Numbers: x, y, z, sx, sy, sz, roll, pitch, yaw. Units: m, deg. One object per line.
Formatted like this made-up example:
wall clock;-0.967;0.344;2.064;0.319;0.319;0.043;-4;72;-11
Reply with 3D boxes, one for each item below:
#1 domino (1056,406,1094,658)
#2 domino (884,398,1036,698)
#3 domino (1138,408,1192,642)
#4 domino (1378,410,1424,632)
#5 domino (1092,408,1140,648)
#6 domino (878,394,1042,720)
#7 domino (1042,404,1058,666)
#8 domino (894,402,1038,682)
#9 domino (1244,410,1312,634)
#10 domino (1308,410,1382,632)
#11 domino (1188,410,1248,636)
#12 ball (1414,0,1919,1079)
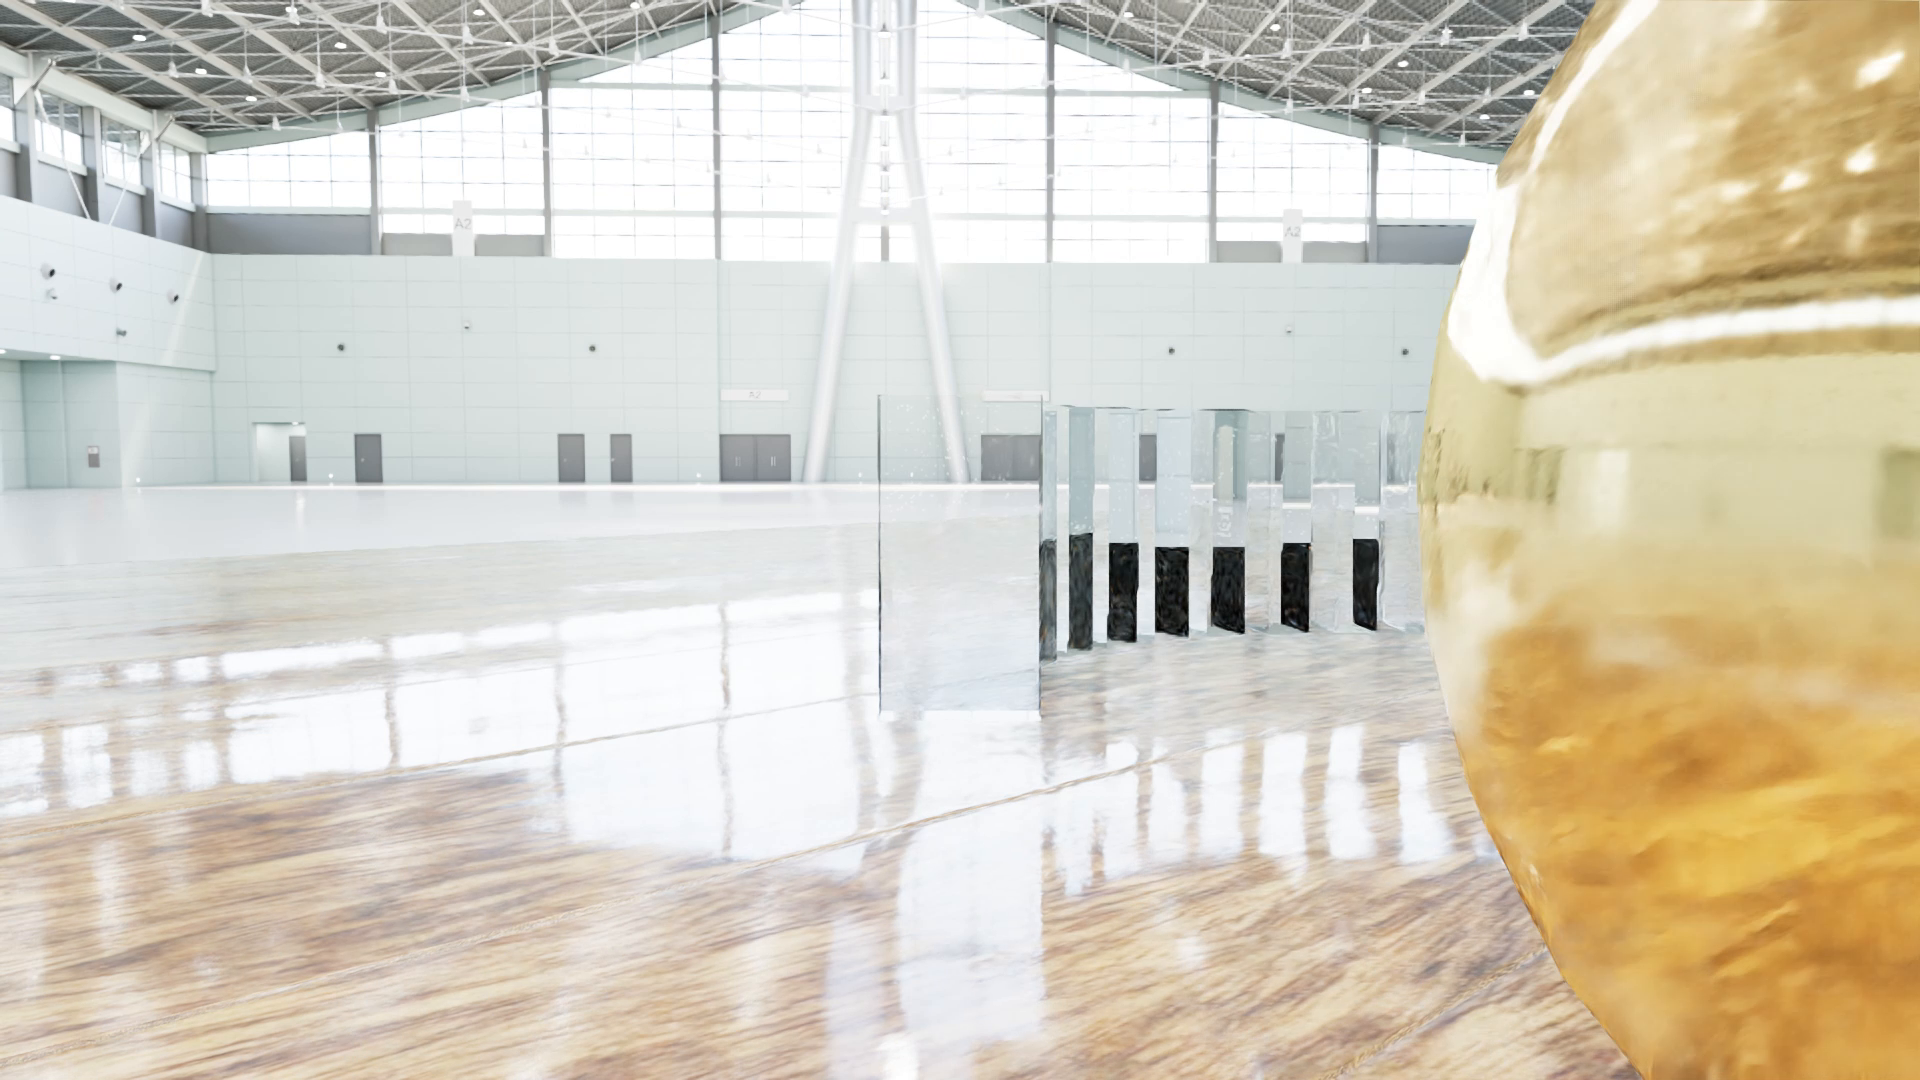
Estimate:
domino;0.014;-0.002;0.265;0.025;0.050;0.009;3;5;37
domino;0.000;0.001;0.218;0.025;0.050;0.009;0;4;1
domino;0.040;-0.004;0.288;0.009;0.050;0.025;-3;5;-30
domino;0.106;-0.005;0.300;0.009;0.050;0.025;0;4;2
domino;0.026;-0.003;0.278;0.009;0.050;0.025;-4;6;-42
domino;0.000;0.002;0.201;0.025;0.050;0.009;0;4;0
domino;0.006;-0.001;0.251;0.025;0.050;0.009;2;5;25
domino;0.001;0.000;0.235;0.025;0.050;0.009;1;4;8
domino;0.072;-0.005;0.298;0.010;0.050;0.025;-1;4;-8
domino;0.089;-0.005;0.300;0.010;0.050;0.025;0;4;-3
domino;0.055;-0.005;0.295;0.010;0.050;0.025;-1;4;-17
ball;0.061;-0.001;0.051;0.080;0.080;0.080;0;4;0
